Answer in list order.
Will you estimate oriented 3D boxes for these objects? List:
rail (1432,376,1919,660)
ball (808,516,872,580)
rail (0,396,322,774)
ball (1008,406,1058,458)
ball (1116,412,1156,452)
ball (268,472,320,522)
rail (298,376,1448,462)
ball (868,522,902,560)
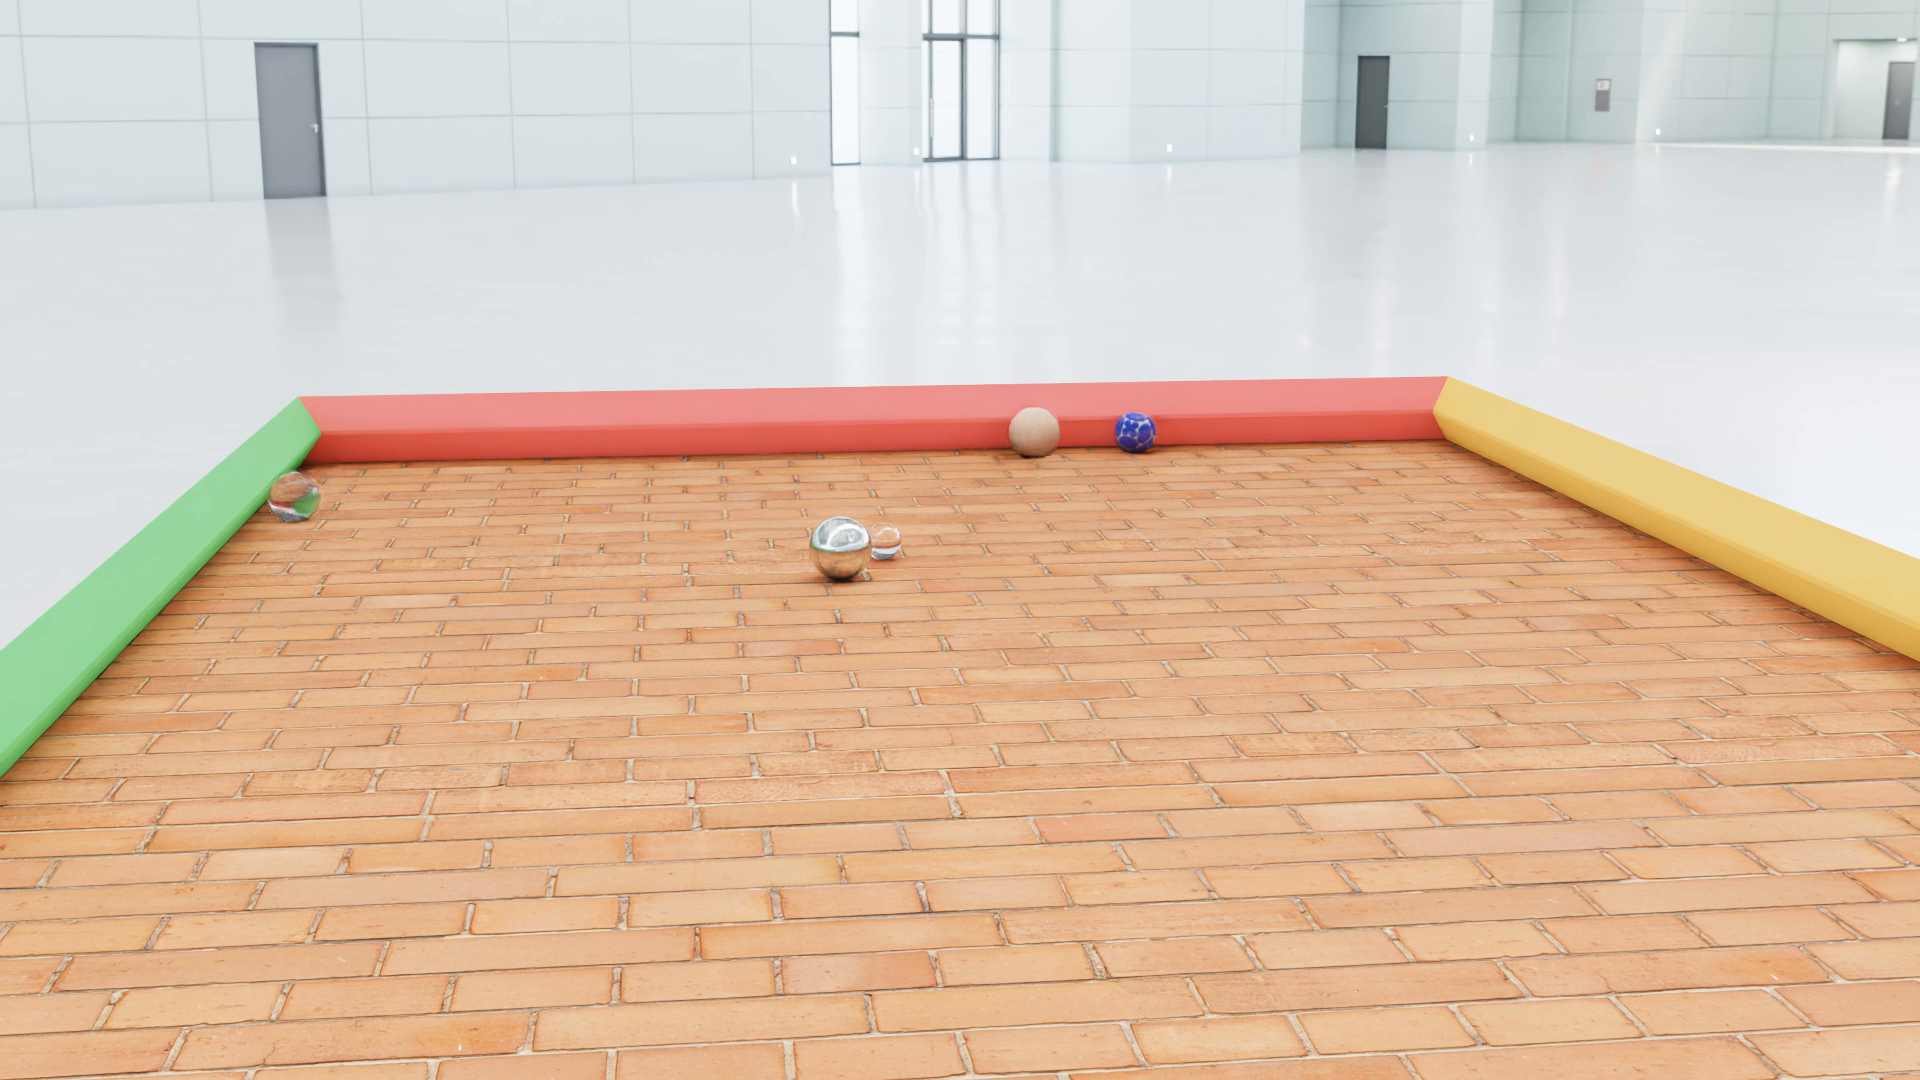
[{"bbox_3d":[1.167,0.157,2.277,0.045,0.119,4.006,-2,12,-7],"label":"rail"},{"bbox_3d":[-0.165,0.011,3.045,0.088,0.088,0.088,0,12,0],"label":"ball"},{"bbox_3d":[-0.914,0.211,2.018,0.045,0.119,4.006,-2,12,-7],"label":"rail"},{"bbox_3d":[0.135,-0.198,4.023,0.092,0.092,0.092,0,12,0],"label":"ball"},{"bbox_3d":[0.327,-0.200,4.075,0.076,0.076,0.076,0,12,0],"label":"ball"},{"bbox_3d":[-1.040,-0.067,3.438,0.079,0.079,0.079,0,12,0],"label":"ball"},{"bbox_3d":[-0.124,-0.222,4.068,2.145,0.119,0.045,-2,12,-7],"label":"rail"},{"bbox_3d":[-0.111,0.002,3.171,0.054,0.054,0.054,0,12,0],"label":"ball"}]
